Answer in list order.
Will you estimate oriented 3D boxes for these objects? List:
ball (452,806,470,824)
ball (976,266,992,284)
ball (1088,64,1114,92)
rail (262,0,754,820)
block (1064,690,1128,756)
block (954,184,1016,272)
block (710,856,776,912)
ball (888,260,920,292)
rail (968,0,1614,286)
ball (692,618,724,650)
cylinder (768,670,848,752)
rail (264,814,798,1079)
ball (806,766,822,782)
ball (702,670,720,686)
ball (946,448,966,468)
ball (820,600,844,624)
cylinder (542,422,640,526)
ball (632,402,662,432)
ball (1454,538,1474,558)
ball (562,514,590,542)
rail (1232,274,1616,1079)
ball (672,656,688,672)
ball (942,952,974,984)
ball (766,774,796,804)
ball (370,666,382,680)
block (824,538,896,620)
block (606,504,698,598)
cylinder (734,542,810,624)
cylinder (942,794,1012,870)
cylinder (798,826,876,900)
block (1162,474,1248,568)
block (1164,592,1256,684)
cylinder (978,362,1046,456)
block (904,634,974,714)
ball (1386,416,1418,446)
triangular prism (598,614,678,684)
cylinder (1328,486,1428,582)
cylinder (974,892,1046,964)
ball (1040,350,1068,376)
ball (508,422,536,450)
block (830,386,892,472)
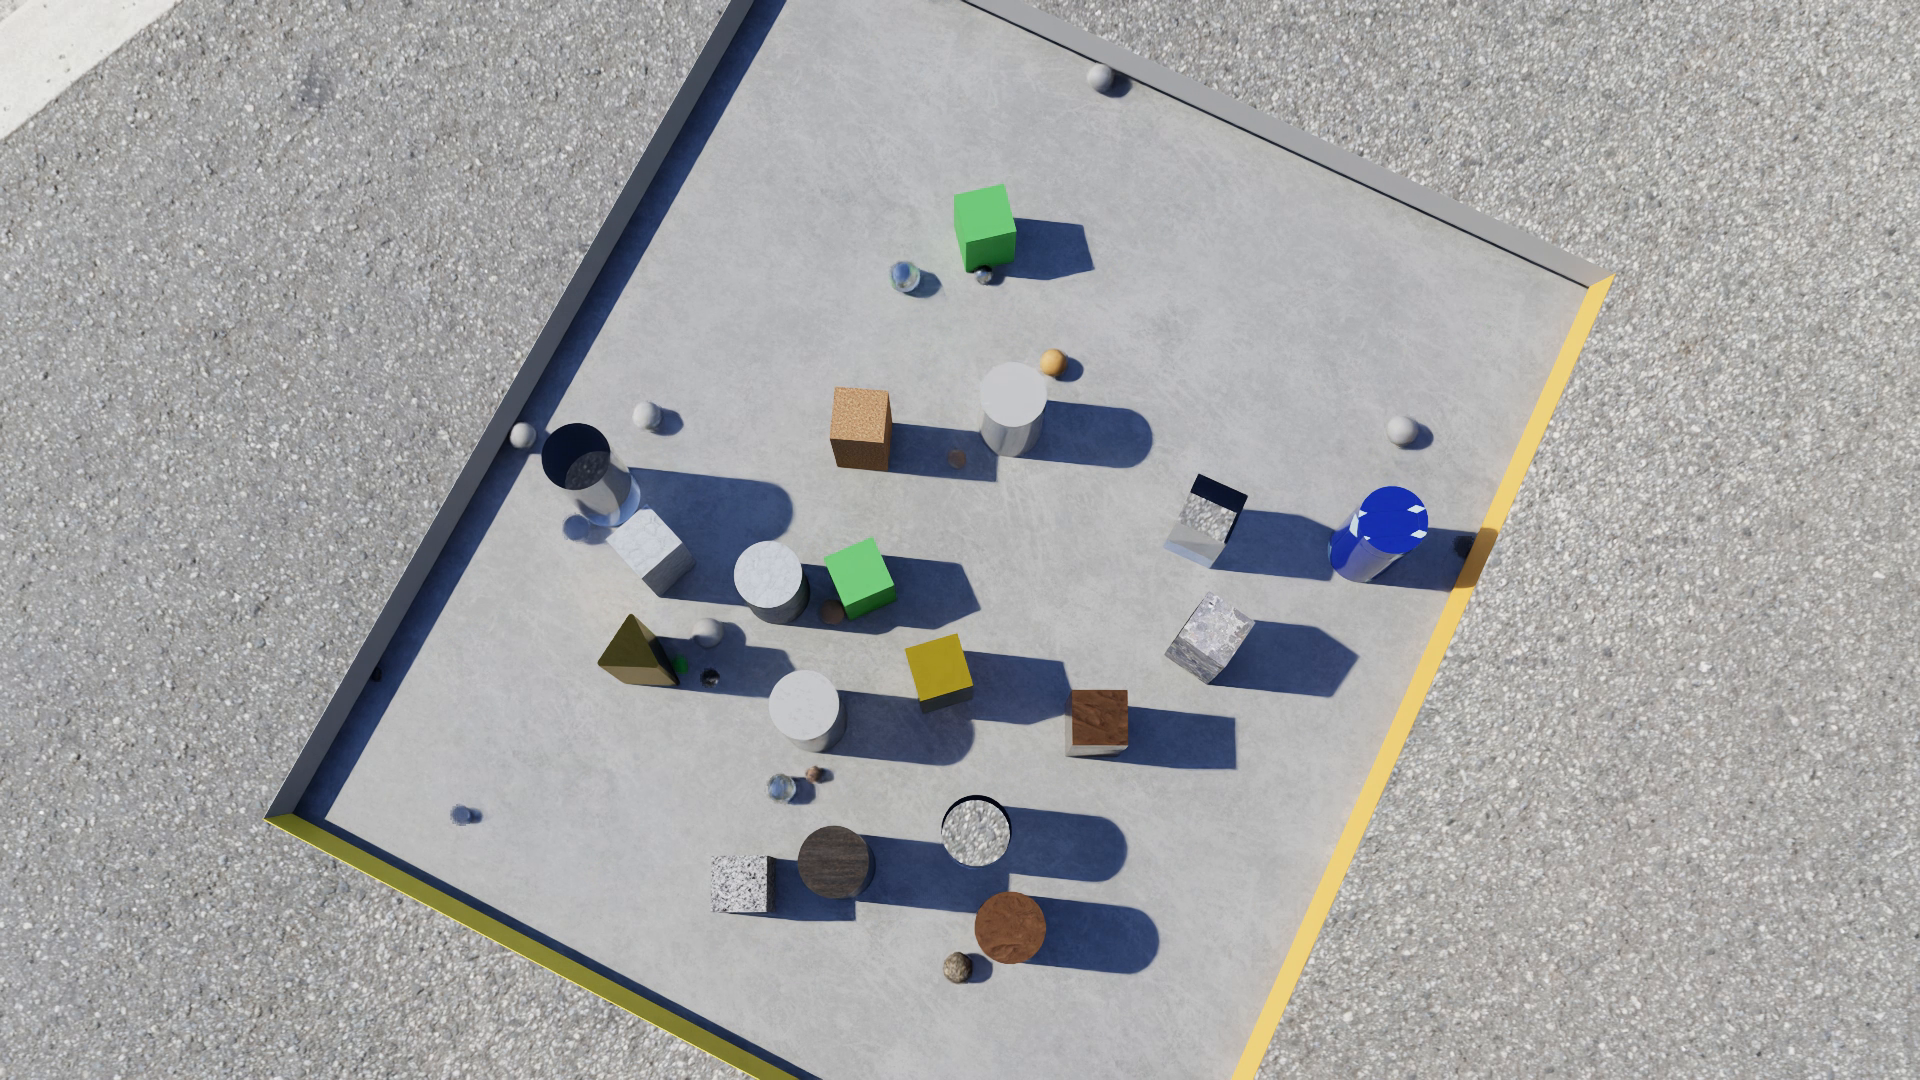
[{"bbox_3d":[-1.477,0.812,5.422,0.052,0.052,0.052,0,78,0],"label":"ball"},{"bbox_3d":[0.075,-0.836,5.761,0.056,0.056,0.056,0,78,0],"label":"ball"},{"bbox_3d":[0.452,-1.483,5.880,0.086,0.086,0.086,0,78,0],"label":"ball"},{"bbox_3d":[-1.266,-0.613,5.677,0.045,0.127,3.303,26,80,5],"label":"rail"},{"bbox_3d":[0.393,0.535,5.318,0.157,0.368,0.157,0,78,0],"label":"block"},{"bbox_3d":[0.076,-0.964,5.682,0.157,0.263,0.157,-13,79,-3],"label":"block"},{"bbox_3d":[-0.624,0.994,5.285,0.157,0.246,0.157,-1,78,0],"label":"block"},{"bbox_3d":[-0.175,-0.824,5.737,0.098,0.098,0.098,0,78,0],"label":"ball"},{"bbox_3d":[0.728,-1.419,5.844,2.877,0.127,0.045,26,80,5],"label":"rail"},{"bbox_3d":[-0.759,0.281,5.510,0.096,0.096,0.096,0,78,0],"label":"ball"},{"bbox_3d":[-0.436,0.500,5.311,0.196,0.395,0.196,0,78,0],"label":"cylinder"},{"bbox_3d":[-0.728,1.433,5.254,2.877,0.127,0.045,26,80,5],"label":"rail"},{"bbox_3d":[-0.433,0.696,5.448,0.049,0.049,0.049,0,78,0],"label":"ball"},{"bbox_3d":[-0.748,0.413,5.505,0.051,0.051,0.051,0,78,0],"label":"ball"},{"bbox_3d":[-0.012,-0.252,5.639,0.058,0.058,0.058,0,78,0],"label":"ball"},{"bbox_3d":[-0.387,0.217,5.533,0.077,0.077,0.077,0,78,0],"label":"ball"},{"bbox_3d":[-1.083,-0.186,5.405,0.196,0.490,0.196,0,78,0],"label":"cylinder"},{"bbox_3d":[-0.964,-0.379,5.649,0.089,0.089,0.089,0,78,0],"label":"ball"},{"bbox_3d":[1.535,0.022,5.581,0.061,0.061,0.061,0,78,0],"label":"ball"},{"bbox_3d":[-1.168,-0.037,5.582,0.082,0.082,0.082,0,78,0],"label":"ball"},{"bbox_3d":[1.266,0.626,5.421,0.045,0.127,3.303,26,80,5],"label":"rail"},{"bbox_3d":[-0.843,0.374,5.513,0.051,0.051,0.051,0,78,0],"label":"ball"},{"bbox_3d":[-0.006,1.240,5.315,0.088,0.088,0.088,0,78,0],"label":"ball"},{"bbox_3d":[-0.530,0.735,5.420,0.086,0.086,0.086,0,78,0],"label":"ball"},{"bbox_3d":[-1.758,0.402,5.512,0.041,0.041,0.041,0,78,0],"label":"ball"},{"bbox_3d":[-0.295,0.118,5.456,0.157,0.266,0.157,-23,79,-5],"label":"block"},{"bbox_3d":[-0.913,0.035,5.448,0.157,0.316,0.157,-42,81,-8],"label":"block"},{"bbox_3d":[-0.554,0.130,5.434,0.196,0.305,0.196,0,78,0],"label":"cylinder"},{"bbox_3d":[0.046,0.841,5.257,0.196,0.364,0.196,0,78,0],"label":"cylinder"},{"bbox_3d":[-0.347,0.922,5.217,0.196,0.409,0.196,0,78,0],"label":"cylinder"},{"bbox_3d":[0.724,-0.052,5.435,0.157,0.377,0.157,25,79,5],"label":"block"},{"bbox_3d":[0.725,0.290,5.358,0.157,0.388,0.157,35,80,7],"label":"block"},{"bbox_3d":[0.156,-0.388,5.515,0.196,0.357,0.196,0,78,0],"label":"cylinder"},{"bbox_3d":[-0.060,0.394,5.368,0.157,0.328,0.157,-17,79,-3],"label":"block"},{"bbox_3d":[1.359,-0.337,5.638,0.094,0.094,0.094,0,78,0],"label":"ball"},{"bbox_3d":[-0.929,0.320,5.345,0.170,0.403,0.147,2,78,0],"label":"triangular prism"},{"bbox_3d":[1.223,-0.011,5.389,0.196,0.451,0.196,0,78,0],"label":"cylinder"},{"bbox_3d":[0.138,1.100,5.205,0.196,0.361,0.196,0,78,0],"label":"cylinder"},{"bbox_3d":[0.289,-0.549,5.686,0.086,0.086,0.086,0,78,0],"label":"ball"},{"bbox_3d":[-1.347,-0.320,5.641,0.082,0.082,0.082,0,78,0],"label":"ball"},{"bbox_3d":[-0.294,-0.330,5.508,0.157,0.347,0.157,5,78,1],"label":"block"}]
